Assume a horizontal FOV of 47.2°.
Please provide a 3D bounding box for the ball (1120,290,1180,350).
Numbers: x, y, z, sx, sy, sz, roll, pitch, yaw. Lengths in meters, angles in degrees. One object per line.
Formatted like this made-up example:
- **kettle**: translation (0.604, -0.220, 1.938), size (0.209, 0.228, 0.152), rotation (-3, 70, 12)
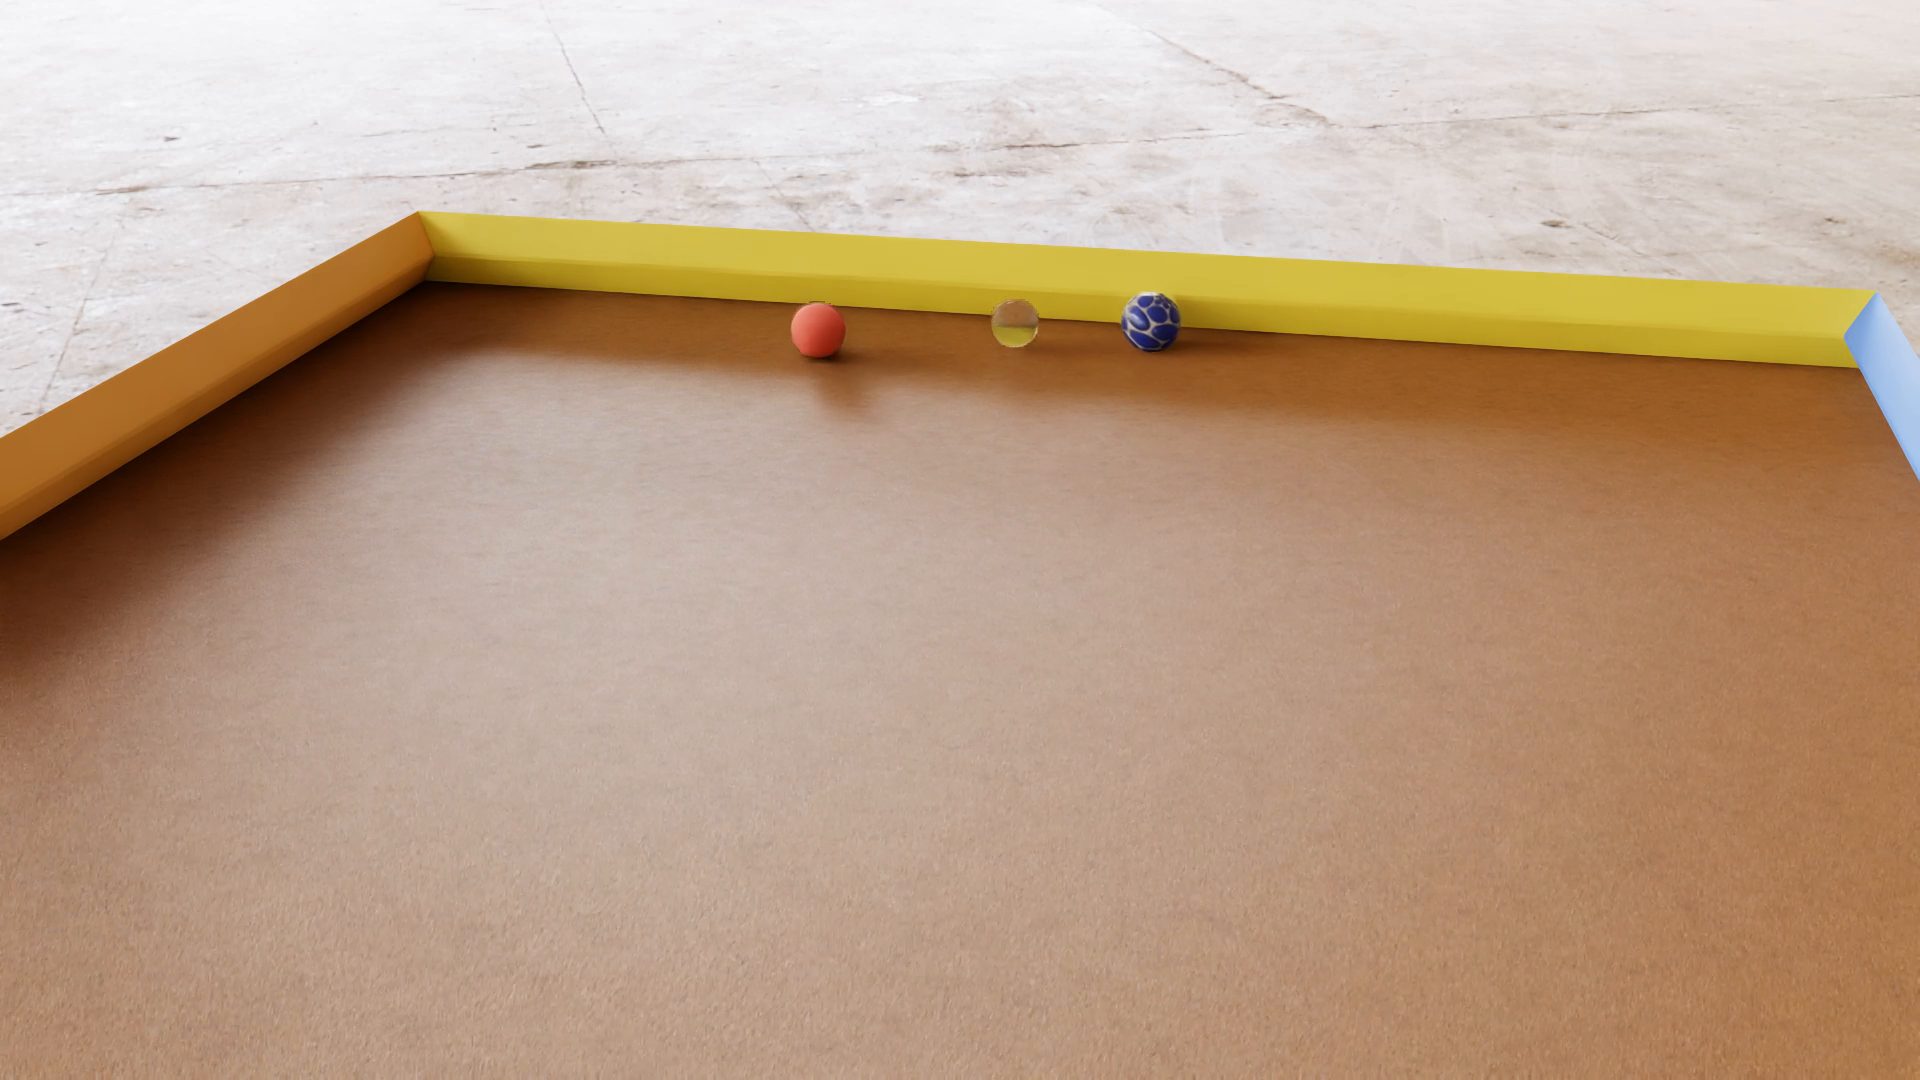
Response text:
- **ball**: translation (0.290, -0.334, 3.350), size (0.091, 0.091, 0.091), rotation (0, 22, 0)

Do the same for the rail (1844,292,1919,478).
- **rail**: translation (0.887, 0.464, 1.366), size (0.045, 0.118, 4.197), rotation (5, 23, 11)

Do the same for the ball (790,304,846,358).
- **ball**: translation (-0.214, -0.315, 3.316), size (0.082, 0.082, 0.082), rotation (0, 22, 0)

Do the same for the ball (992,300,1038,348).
- **ball**: translation (0.084, -0.330, 3.366), size (0.072, 0.072, 0.072), rotation (0, 22, 0)

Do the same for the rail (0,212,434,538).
- **rail**: translation (-1.329, 0.283, 1.807), size (0.045, 0.118, 4.197), rotation (5, 23, 11)

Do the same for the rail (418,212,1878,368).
- **rail**: translation (0.216, -0.396, 3.463), size (2.314, 0.118, 0.045), rotation (5, 23, 11)
